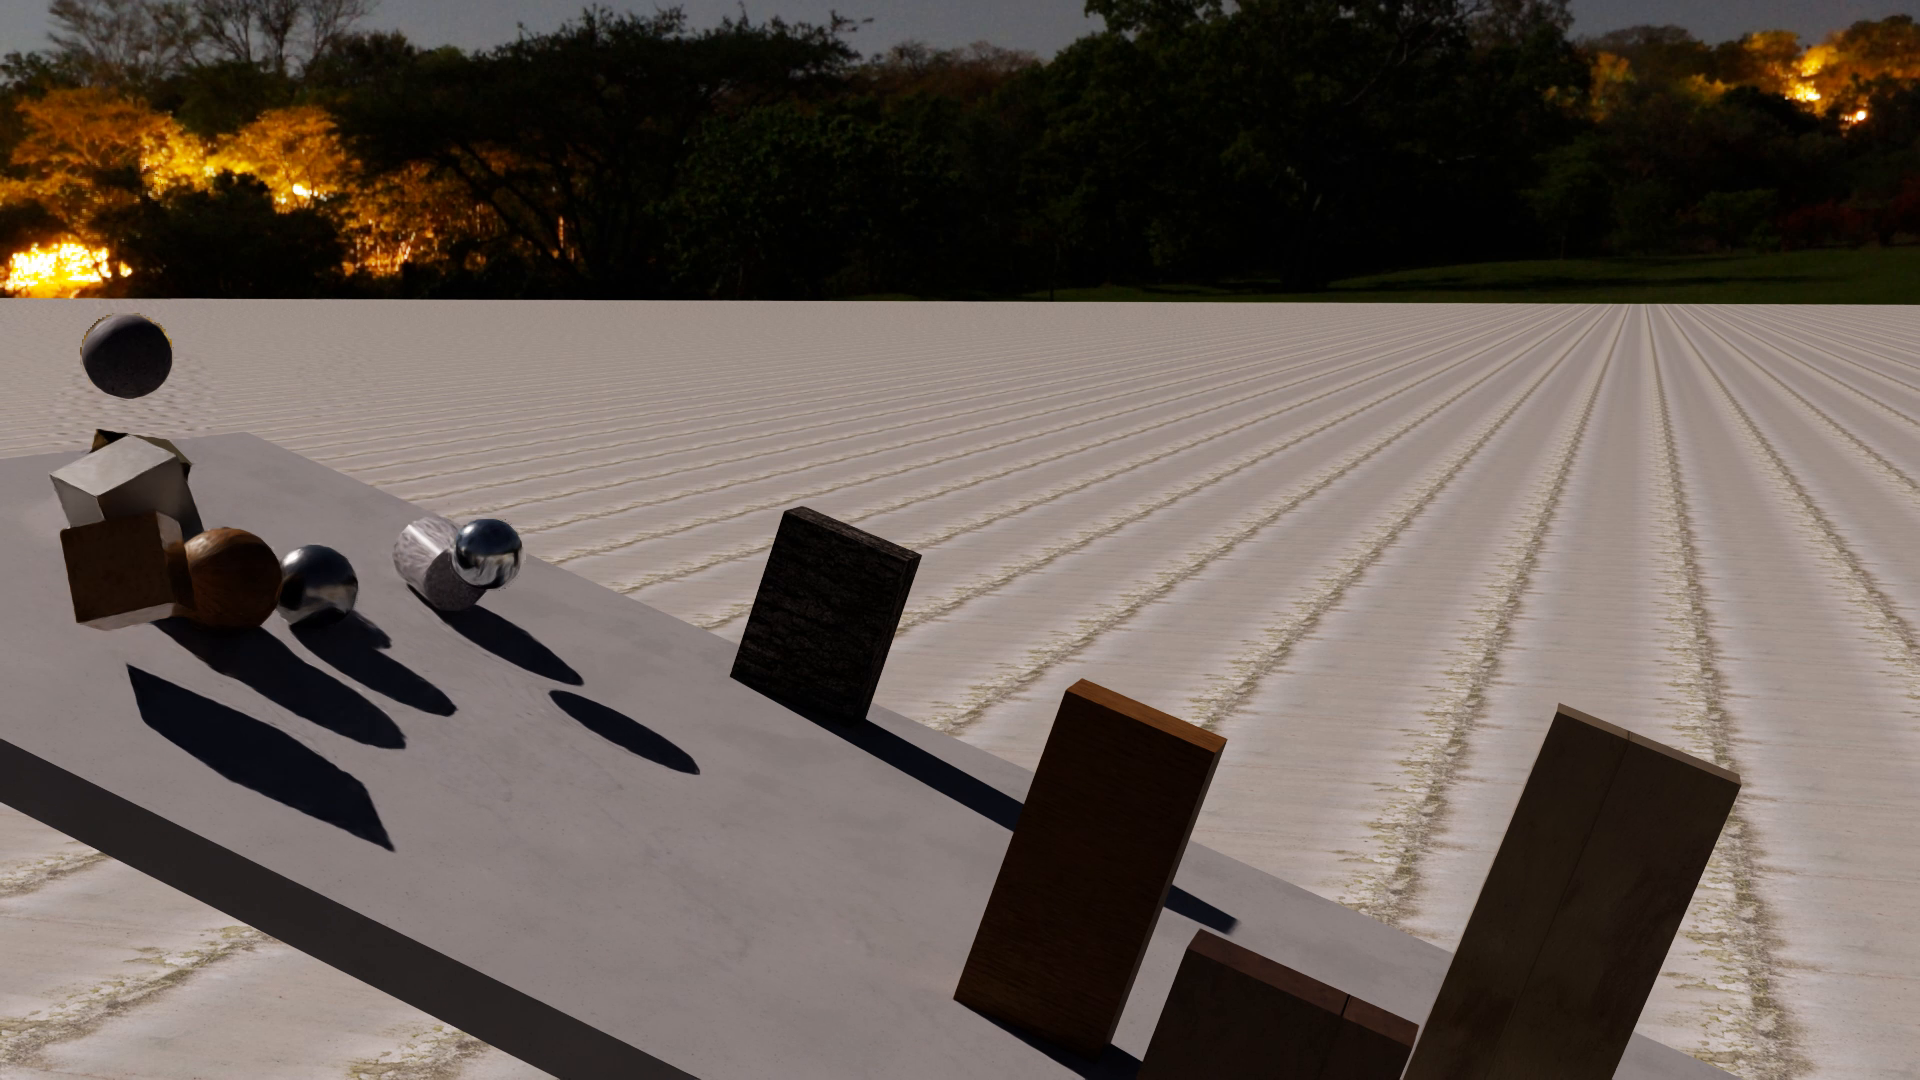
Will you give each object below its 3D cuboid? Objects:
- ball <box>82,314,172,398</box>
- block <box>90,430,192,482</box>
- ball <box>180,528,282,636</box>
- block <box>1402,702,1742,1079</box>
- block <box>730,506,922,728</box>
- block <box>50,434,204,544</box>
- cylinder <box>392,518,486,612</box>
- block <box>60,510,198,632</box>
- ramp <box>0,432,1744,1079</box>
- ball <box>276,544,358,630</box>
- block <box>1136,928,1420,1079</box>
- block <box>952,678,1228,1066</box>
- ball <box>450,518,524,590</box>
[{"bbox_3d":[-1.825,-0.403,4.821,0.185,0.185,0.185,0,7,0],"label":"ball"},{"bbox_3d":[-1.760,-0.126,4.691,0.156,0.156,0.156,9,16,-40],"label":"block"},{"bbox_3d":[-1.403,0.081,4.203,0.209,0.209,0.209,0,7,0],"label":"ball"},{"bbox_3d":[1.076,0.709,3.915,0.328,0.768,0.084,22,13,14],"label":"block"},{"bbox_3d":[-0.306,0.173,5.000,0.306,0.409,0.115,22,13,14],"label":"block"},{"bbox_3d":[-1.647,-0.072,4.354,0.180,0.180,0.180,19,41,37],"label":"block"},{"bbox_3d":[-1.140,0.053,4.842,0.160,0.160,0.160,-6,26,-39],"label":"cylinder"},{"bbox_3d":[-1.475,0.057,3.907,0.165,0.165,0.165,-13,-6,-7],"label":"block"},{"bbox_3d":[-0.336,0.618,4.213,4.000,0.100,2.000,22,13,14],"label":"ramp"},{"bbox_3d":[-1.294,0.095,4.402,0.170,0.170,0.170,0,7,0],"label":"ball"},{"bbox_3d":[0.431,0.835,3.227,0.344,0.409,0.100,22,13,14],"label":"block"},{"bbox_3d":[0.217,0.557,3.710,0.266,0.580,0.112,22,13,14],"label":"block"},{"bbox_3d":[-0.996,0.029,4.634,0.152,0.152,0.152,0,7,0],"label":"ball"}]
